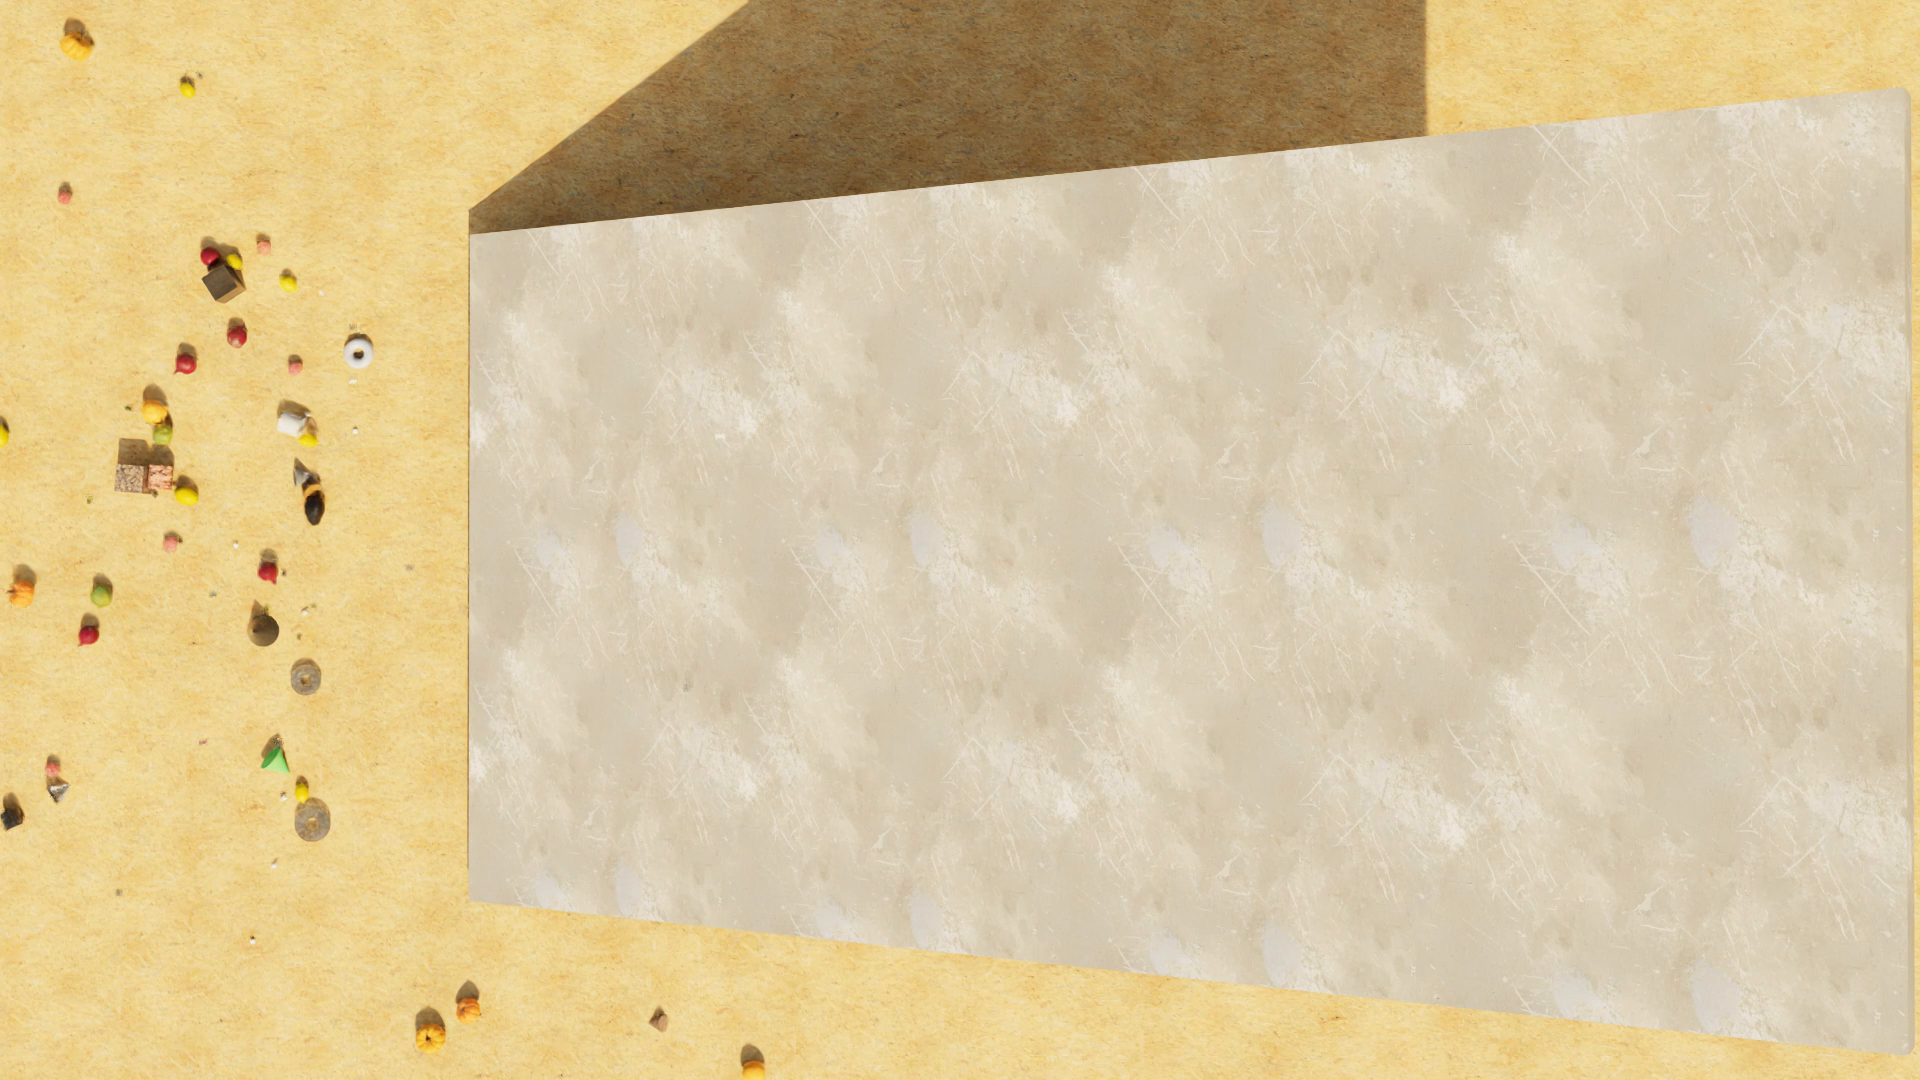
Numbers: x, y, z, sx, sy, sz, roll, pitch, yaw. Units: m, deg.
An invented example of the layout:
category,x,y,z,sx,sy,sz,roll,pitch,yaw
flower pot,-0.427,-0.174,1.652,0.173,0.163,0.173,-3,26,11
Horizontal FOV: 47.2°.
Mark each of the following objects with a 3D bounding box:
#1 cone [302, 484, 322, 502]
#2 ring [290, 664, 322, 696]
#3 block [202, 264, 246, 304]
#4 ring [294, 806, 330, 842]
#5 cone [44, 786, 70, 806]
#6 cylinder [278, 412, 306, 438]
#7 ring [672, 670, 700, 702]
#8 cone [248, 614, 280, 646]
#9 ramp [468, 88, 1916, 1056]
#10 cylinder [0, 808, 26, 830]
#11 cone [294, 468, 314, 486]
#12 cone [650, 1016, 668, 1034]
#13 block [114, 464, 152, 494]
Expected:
category,x,y,z,sx,sy,sz,roll,pitch,yaw
cone,-1.983,-0.158,6.677,0.062,0.062,0.062,36,90,27
ring,-1.984,0.425,6.670,0.095,0.032,0.095,0,88,1
block,-2.228,-0.774,6.656,0.081,0.081,0.081,-33,90,0
ring,-1.962,0.860,6.663,0.111,0.037,0.111,0,89,1
cone,-2.726,0.760,6.667,0.067,0.067,0.067,-28,89,-34
cylinder,-2.025,-0.349,6.661,0.063,0.063,0.063,19,89,0
ring,-0.763,0.410,6.168,0.093,0.031,0.093,0,92,5
cone,-2.119,0.275,6.637,0.098,0.098,0.098,0,89,0
ramp,0.265,0.073,5.614,4.000,0.100,2.000,0,89,31
cylinder,-2.869,0.845,6.655,0.053,0.053,0.053,-32,102,0
cone,-1.989,-0.192,6.678,0.059,0.059,0.059,-6,89,-27
cone,-0.922,1.468,6.664,0.052,0.052,0.052,-5,89,27
block,-2.497,-0.183,6.649,0.083,0.083,0.083,5,89,0
